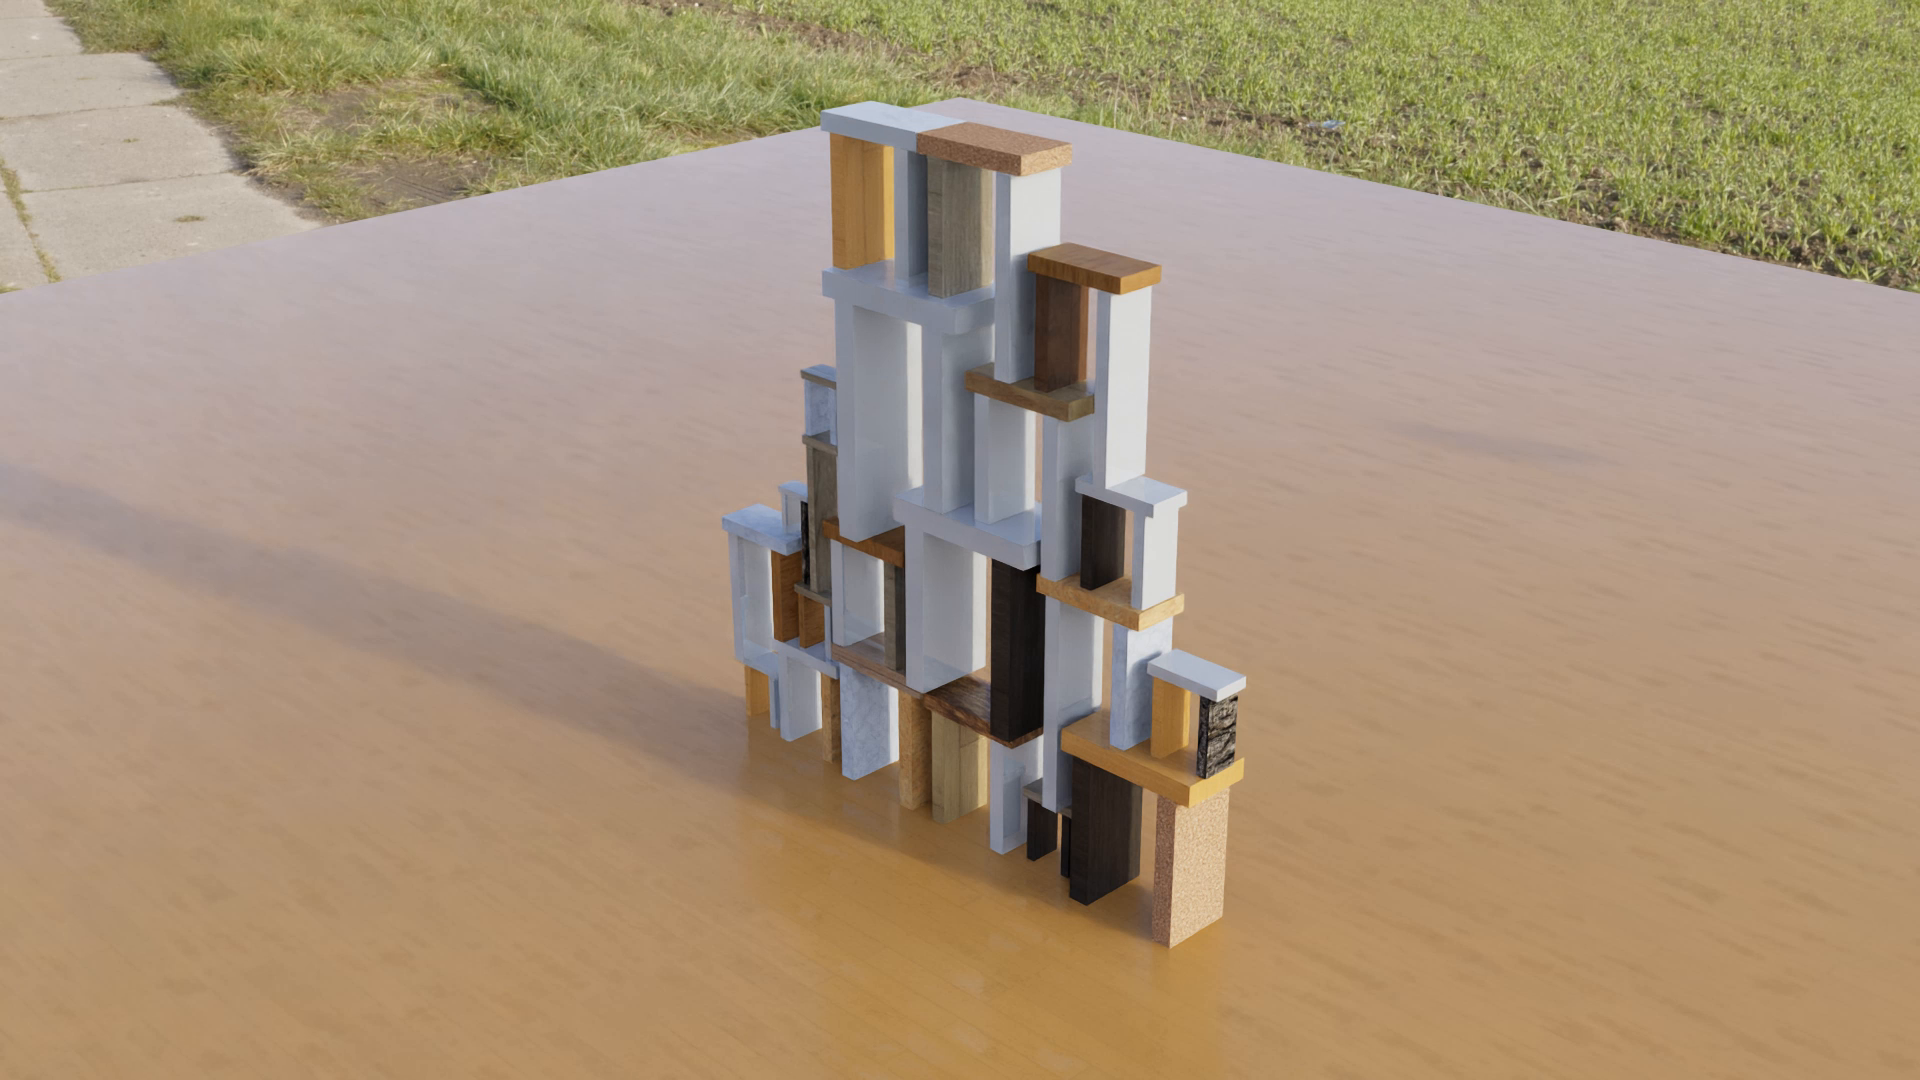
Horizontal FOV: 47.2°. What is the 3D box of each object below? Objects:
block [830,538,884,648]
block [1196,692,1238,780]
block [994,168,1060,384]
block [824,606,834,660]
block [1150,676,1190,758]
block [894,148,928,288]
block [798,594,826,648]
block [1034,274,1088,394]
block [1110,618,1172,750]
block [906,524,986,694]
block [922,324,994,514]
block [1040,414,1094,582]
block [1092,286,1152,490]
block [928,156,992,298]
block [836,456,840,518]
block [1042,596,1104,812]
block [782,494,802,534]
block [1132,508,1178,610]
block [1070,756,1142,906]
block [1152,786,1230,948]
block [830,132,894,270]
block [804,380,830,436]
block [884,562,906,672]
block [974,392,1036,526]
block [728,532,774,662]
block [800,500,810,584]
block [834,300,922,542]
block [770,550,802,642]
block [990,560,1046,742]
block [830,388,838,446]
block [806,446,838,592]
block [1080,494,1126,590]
[{"bbox_3d":[-0.207,0.092,4.484,0.116,0.231,0.033,-21,31,-41],"label":"block"},{"bbox_3d":[0.453,0.335,3.876,0.022,0.158,0.079,21,31,41],"label":"block"},{"bbox_3d":[0.119,-0.474,3.892,0.036,0.378,0.129,21,31,40],"label":"block"},{"bbox_3d":[-0.252,0.184,4.572,0.017,0.122,0.061,21,31,41],"label":"block"},{"bbox_3d":[0.379,0.306,3.944,0.022,0.158,0.079,21,31,41],"label":"block"},{"bbox_3d":[-0.062,-0.603,4.044,0.036,0.256,0.128,21,31,40],"label":"block"},{"bbox_3d":[-0.310,0.161,4.625,0.017,0.122,0.061,21,31,41],"label":"block"},{"bbox_3d":[0.179,-0.375,3.871,0.030,0.212,0.106,21,31,40],"label":"block"},{"bbox_3d":[0.328,0.246,3.974,0.035,0.246,0.123,21,31,41],"label":"block"},{"bbox_3d":[-0.027,0.111,4.295,0.172,0.345,0.049,-21,31,-40],"label":"block"},{"bbox_3d":[0.012,-0.243,4.109,0.050,0.356,0.178,21,31,41],"label":"block"},{"bbox_3d":[0.203,-0.090,3.962,0.035,0.313,0.125,21,31,40],"label":"block"},{"bbox_3d":[0.280,-0.270,3.807,0.030,0.355,0.106,21,31,40],"label":"block"},{"bbox_3d":[0.001,-0.578,3.984,0.036,0.257,0.129,21,31,40],"label":"block"},{"bbox_3d":[-0.216,-0.112,4.415,0.019,0.133,0.067,21,31,40],"label":"block"},{"bbox_3d":[0.212,0.291,4.119,0.035,0.441,0.123,21,31,40],"label":"block"},{"bbox_3d":[-0.350,-0.061,4.584,0.013,0.091,0.045,22,31,40],"label":"block"},{"bbox_3d":[0.342,0.025,3.861,0.025,0.180,0.090,21,31,40],"label":"block"},{"bbox_3d":[0.277,0.521,4.142,0.043,0.305,0.153,21,31,41],"label":"block"},{"bbox_3d":[0.421,0.577,4.009,0.043,0.305,0.153,21,31,41],"label":"block"},{"bbox_3d":[-0.183,-0.650,4.155,0.036,0.257,0.128,21,31,41],"label":"block"},{"bbox_3d":[-0.285,-0.273,4.427,0.016,0.116,0.058,21,31,40],"label":"block"},{"bbox_3d":[-0.098,0.135,4.384,0.033,0.231,0.116,21,31,41],"label":"block"},{"bbox_3d":[0.083,-0.165,4.058,0.035,0.250,0.125,21,31,41],"label":"block"},{"bbox_3d":[-0.445,0.110,4.759,0.029,0.301,0.103,21,31,41],"label":"block"},{"bbox_3d":[-0.307,0.000,4.565,0.013,0.186,0.045,22,31,40],"label":"block"},{"bbox_3d":[-0.157,-0.249,4.289,0.050,0.485,0.178,22,31,40],"label":"block"},{"bbox_3d":[-0.348,0.104,4.651,0.029,0.206,0.103,21,31,41],"label":"block"},{"bbox_3d":[0.136,0.184,4.149,0.172,0.365,0.049,-21,31,-41],"label":"block"},{"bbox_3d":[-0.232,-0.252,4.377,0.058,0.116,0.016,-21,31,-40],"label":"block"},{"bbox_3d":[-0.280,-0.050,4.510,0.019,0.321,0.067,21,31,41],"label":"block"},{"bbox_3d":[0.257,-0.008,3.938,0.025,0.180,0.090,21,31,40],"label":"block"}]
